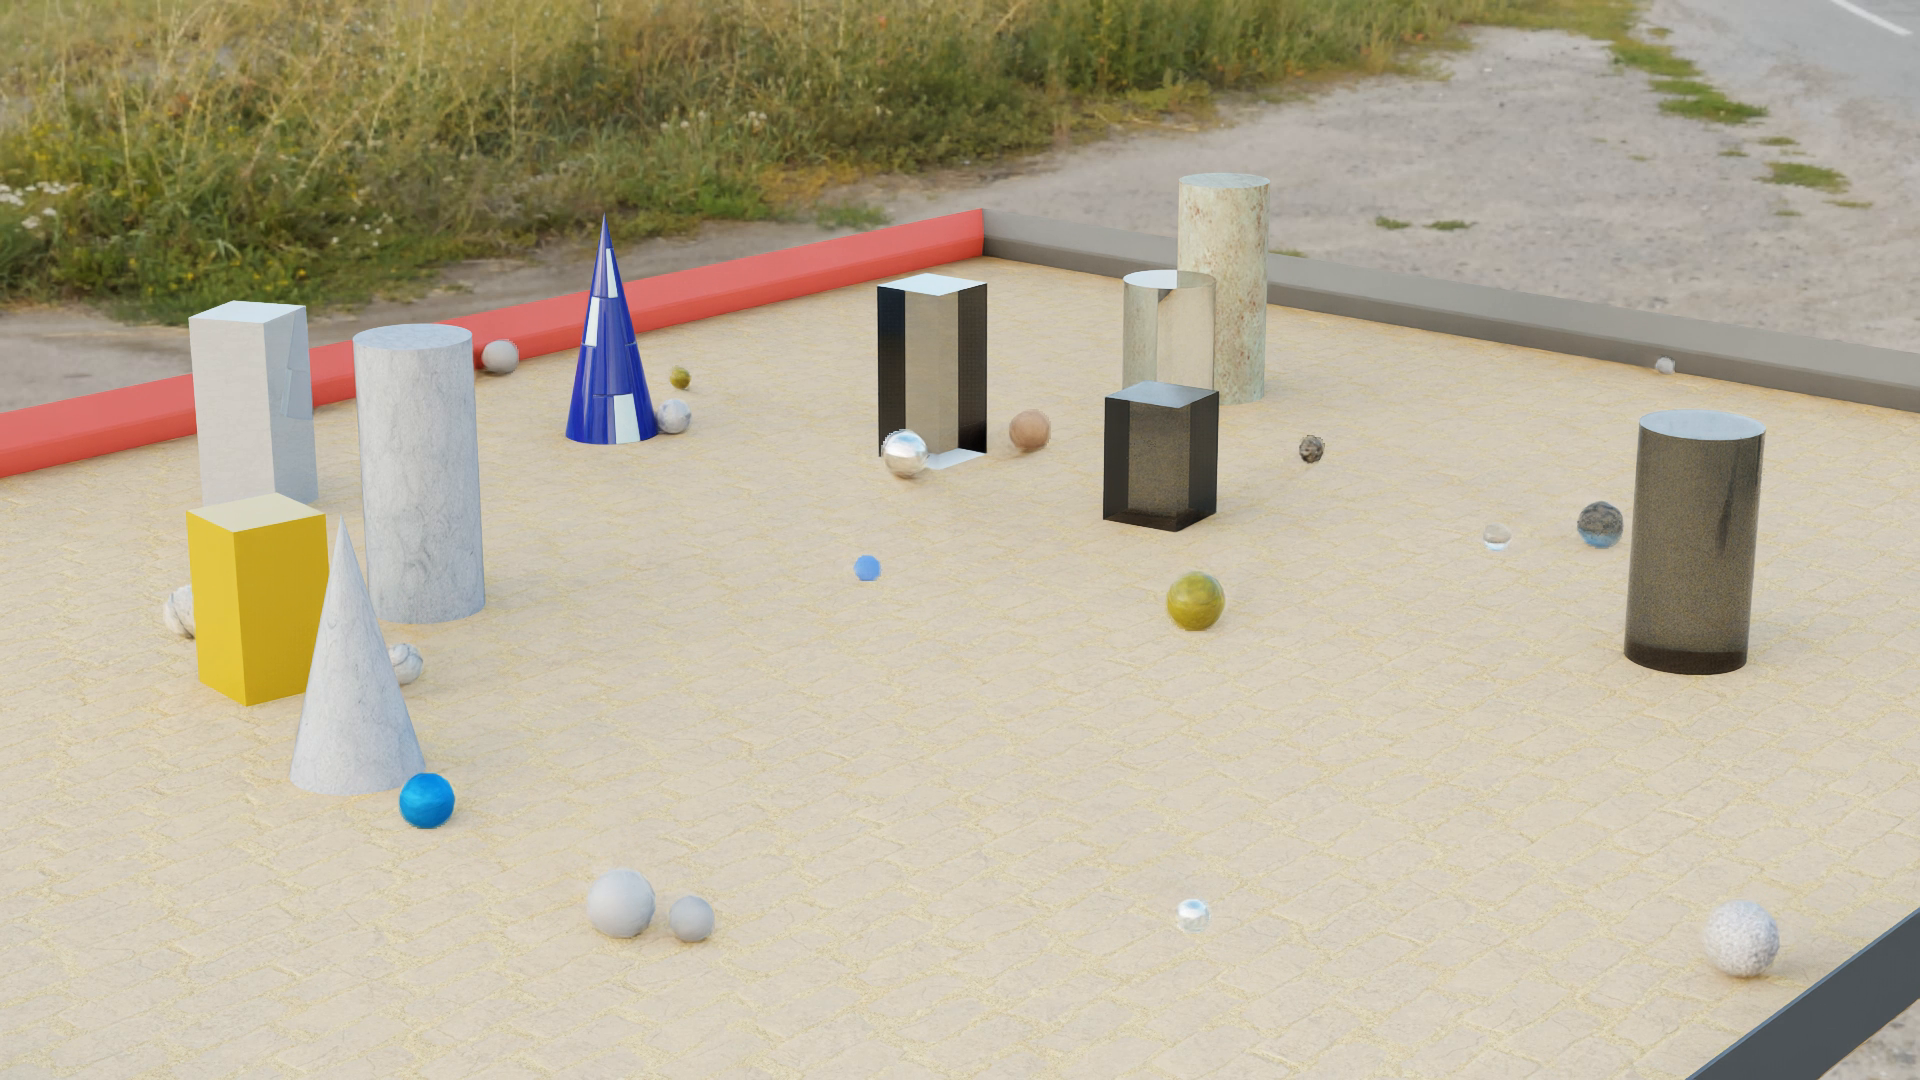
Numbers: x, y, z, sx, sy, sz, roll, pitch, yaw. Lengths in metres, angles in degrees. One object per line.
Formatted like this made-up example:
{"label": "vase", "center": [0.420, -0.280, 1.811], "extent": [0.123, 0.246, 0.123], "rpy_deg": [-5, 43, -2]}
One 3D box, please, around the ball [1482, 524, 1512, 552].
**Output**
{"label": "ball", "center": [0.986, -0.005, 5.381], "extent": [0.052, 0.052, 0.052], "rpy_deg": [0, 17, 0]}

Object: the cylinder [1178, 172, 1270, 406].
{"label": "cylinder", "center": [0.577, -0.554, 6.461], "extent": [0.198, 0.480, 0.198], "rpy_deg": [0, 17, 0]}

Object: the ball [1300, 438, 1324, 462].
{"label": "ball", "center": [0.716, -0.183, 5.973], "extent": [0.050, 0.050, 0.050], "rpy_deg": [0, 17, 0]}

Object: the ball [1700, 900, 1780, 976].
{"label": "ball", "center": [0.970, 0.495, 3.647], "extent": [0.095, 0.095, 0.095], "rpy_deg": [0, 17, 0]}

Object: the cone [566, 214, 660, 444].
{"label": "cone", "center": [-0.737, -0.454, 6.141], "extent": [0.198, 0.473, 0.198], "rpy_deg": [0, 17, 0]}

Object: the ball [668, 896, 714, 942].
{"label": "ball", "center": [-0.343, 0.484, 3.747], "extent": [0.058, 0.058, 0.058], "rpy_deg": [0, 17, 0]}

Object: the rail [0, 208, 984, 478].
{"label": "rail", "center": [-1.454, -0.332, 6.329], "extent": [0.045, 0.129, 4.674], "rpy_deg": [14, 22, 39]}

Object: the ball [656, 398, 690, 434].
{"label": "ball", "center": [-0.606, -0.261, 6.192], "extent": [0.075, 0.075, 0.075], "rpy_deg": [0, 17, 0]}

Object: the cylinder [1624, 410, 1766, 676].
{"label": "cylinder", "center": [1.193, 0.002, 4.768], "extent": [0.198, 0.392, 0.198], "rpy_deg": [0, 17, 0]}

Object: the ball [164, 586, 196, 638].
{"label": "ball", "center": [-1.283, 0.121, 4.899], "extent": [0.089, 0.089, 0.089], "rpy_deg": [0, 17, 0]}

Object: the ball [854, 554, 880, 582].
{"label": "ball", "center": [-0.165, 0.050, 5.206], "extent": [0.047, 0.047, 0.047], "rpy_deg": [0, 17, 0]}

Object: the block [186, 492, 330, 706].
{"label": "block", "center": [-1.108, 0.092, 4.653], "extent": [0.159, 0.285, 0.159], "rpy_deg": [-14, 22, -38]}

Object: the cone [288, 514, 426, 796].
{"label": "cone", "center": [-0.889, 0.150, 4.269], "extent": [0.198, 0.396, 0.198], "rpy_deg": [0, 17, 0]}

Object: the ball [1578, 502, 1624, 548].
{"label": "ball", "center": [1.181, -0.029, 5.401], "extent": [0.085, 0.085, 0.085], "rpy_deg": [0, 17, 0]}

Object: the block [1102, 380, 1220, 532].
{"label": "block", "center": [0.382, -0.161, 5.570], "extent": [0.159, 0.241, 0.159], "rpy_deg": [11, 20, 32]}

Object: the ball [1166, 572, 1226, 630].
{"label": "ball", "center": [0.398, 0.102, 4.943], "extent": [0.099, 0.099, 0.099], "rpy_deg": [0, 17, 0]}

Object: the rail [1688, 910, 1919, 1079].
{"label": "rail", "center": [1.454, 0.396, 3.911], "extent": [0.045, 0.129, 4.674], "rpy_deg": [14, 22, 39]}

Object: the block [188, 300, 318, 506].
{"label": "block", "center": [-1.351, -0.249, 5.617], "extent": [0.159, 0.384, 0.159], "rpy_deg": [5, 18, 17]}

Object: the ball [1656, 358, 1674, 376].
{"label": "ball", "center": [1.612, -0.397, 6.703], "extent": [0.041, 0.041, 0.041], "rpy_deg": [0, 17, 0]}

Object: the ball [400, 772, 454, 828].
{"label": "ball", "center": [-0.747, 0.365, 4.110], "extent": [0.077, 0.077, 0.077], "rpy_deg": [0, 17, 0]}

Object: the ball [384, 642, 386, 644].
{"label": "ball", "center": [-0.966, 0.179, 4.704], "extent": [0.089, 0.089, 0.089], "rpy_deg": [0, 17, 0]}

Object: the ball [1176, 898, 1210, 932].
{"label": "ball", "center": [0.299, 0.483, 3.775], "extent": [0.043, 0.043, 0.043], "rpy_deg": [0, 17, 0]}

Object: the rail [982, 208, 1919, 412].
{"label": "rail", "center": [1.517, -0.472, 6.792], "extent": [3.898, 0.129, 0.045], "rpy_deg": [14, 22, 39]}

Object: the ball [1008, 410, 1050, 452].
{"label": "ball", "center": [0.143, -0.225, 6.055], "extent": [0.084, 0.084, 0.084], "rpy_deg": [0, 17, 0]}

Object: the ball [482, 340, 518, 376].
{"label": "ball", "center": [-1.051, -0.416, 6.698], "extent": [0.080, 0.080, 0.080], "rpy_deg": [0, 17, 0]}

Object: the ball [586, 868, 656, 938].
{"label": "ball", "center": [-0.434, 0.465, 3.757], "extent": [0.089, 0.089, 0.089], "rpy_deg": [0, 17, 0]}

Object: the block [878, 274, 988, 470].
{"label": "block", "center": [-0.056, -0.345, 5.979], "extent": [0.159, 0.359, 0.159], "rpy_deg": [13, 21, 36]}

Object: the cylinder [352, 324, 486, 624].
{"label": "cylinder", "center": [-0.921, -0.114, 5.005], "extent": [0.198, 0.478, 0.198], "rpy_deg": [0, 17, 0]}

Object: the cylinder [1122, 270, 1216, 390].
{"label": "cylinder", "center": [0.447, -0.411, 6.295], "extent": [0.198, 0.302, 0.198], "rpy_deg": [0, 17, 0]}

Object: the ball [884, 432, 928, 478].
{"label": "ball", "center": [-0.108, -0.171, 5.863], "extent": [0.091, 0.091, 0.091], "rpy_deg": [0, 17, 0]}

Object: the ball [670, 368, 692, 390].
{"label": "ball", "center": [-0.627, -0.362, 6.572], "extent": [0.048, 0.048, 0.048], "rpy_deg": [0, 17, 0]}

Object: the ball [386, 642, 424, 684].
{"label": "ball", "center": [-0.892, 0.197, 4.685], "extent": [0.067, 0.067, 0.067], "rpy_deg": [0, 17, 0]}
